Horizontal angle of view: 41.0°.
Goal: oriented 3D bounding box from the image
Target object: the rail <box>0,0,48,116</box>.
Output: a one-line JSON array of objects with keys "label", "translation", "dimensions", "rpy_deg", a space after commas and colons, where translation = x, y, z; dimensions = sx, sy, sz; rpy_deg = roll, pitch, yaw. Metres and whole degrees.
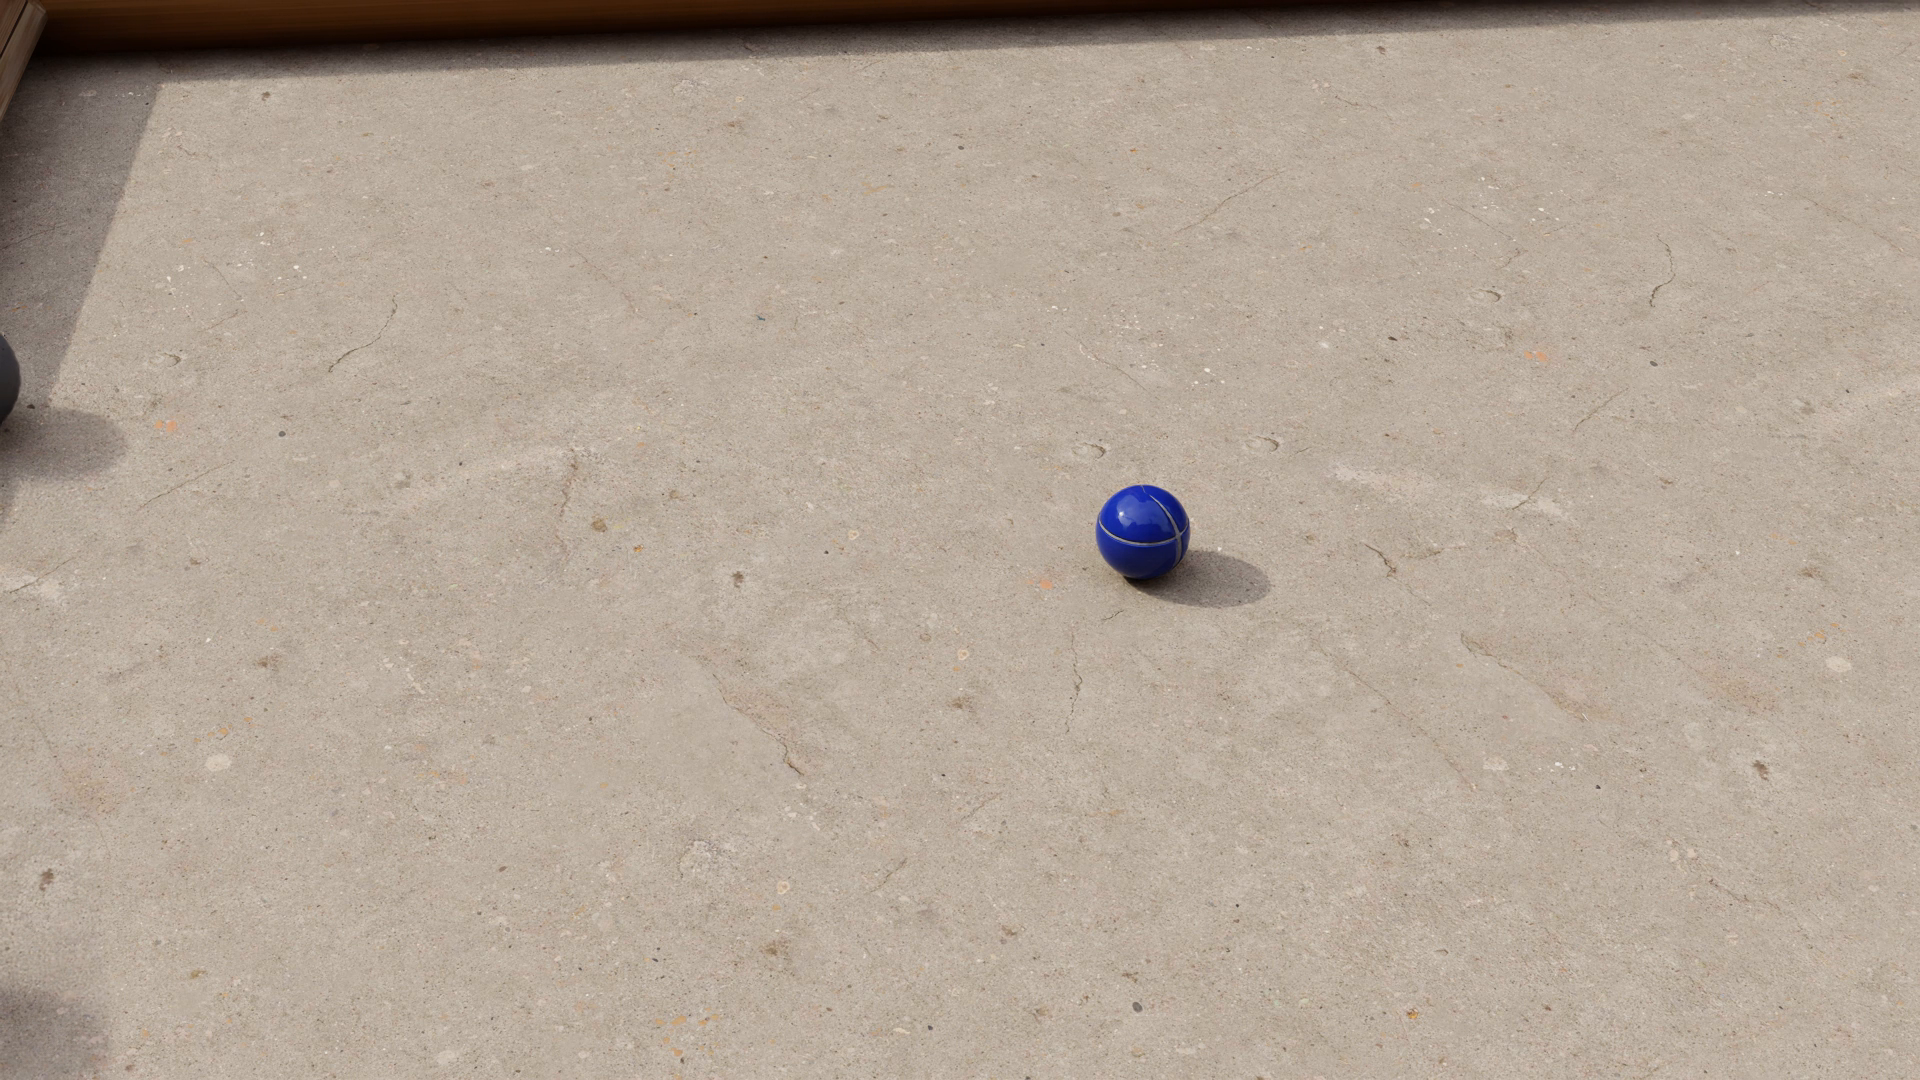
[{"label": "rail", "translation": [-0.748, 0.024, 1.586], "dimensions": [0.045, 0.115, 1.758], "rpy_deg": [-3, 36, -4]}]

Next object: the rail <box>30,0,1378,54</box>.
[{"label": "rail", "translation": [0.691, -0.559, 2.392], "dimensions": [3.098, 0.115, 0.045], "rpy_deg": [-3, 36, -4]}]

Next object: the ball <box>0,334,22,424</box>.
[{"label": "ball", "translation": [-0.706, -0.113, 1.801], "dimensions": [0.089, 0.089, 0.089], "rpy_deg": [0, 36, 0]}]

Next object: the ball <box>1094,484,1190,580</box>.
[{"label": "ball", "translation": [0.119, -0.005, 1.673], "dimensions": [0.062, 0.062, 0.062], "rpy_deg": [0, 36, 0]}]
